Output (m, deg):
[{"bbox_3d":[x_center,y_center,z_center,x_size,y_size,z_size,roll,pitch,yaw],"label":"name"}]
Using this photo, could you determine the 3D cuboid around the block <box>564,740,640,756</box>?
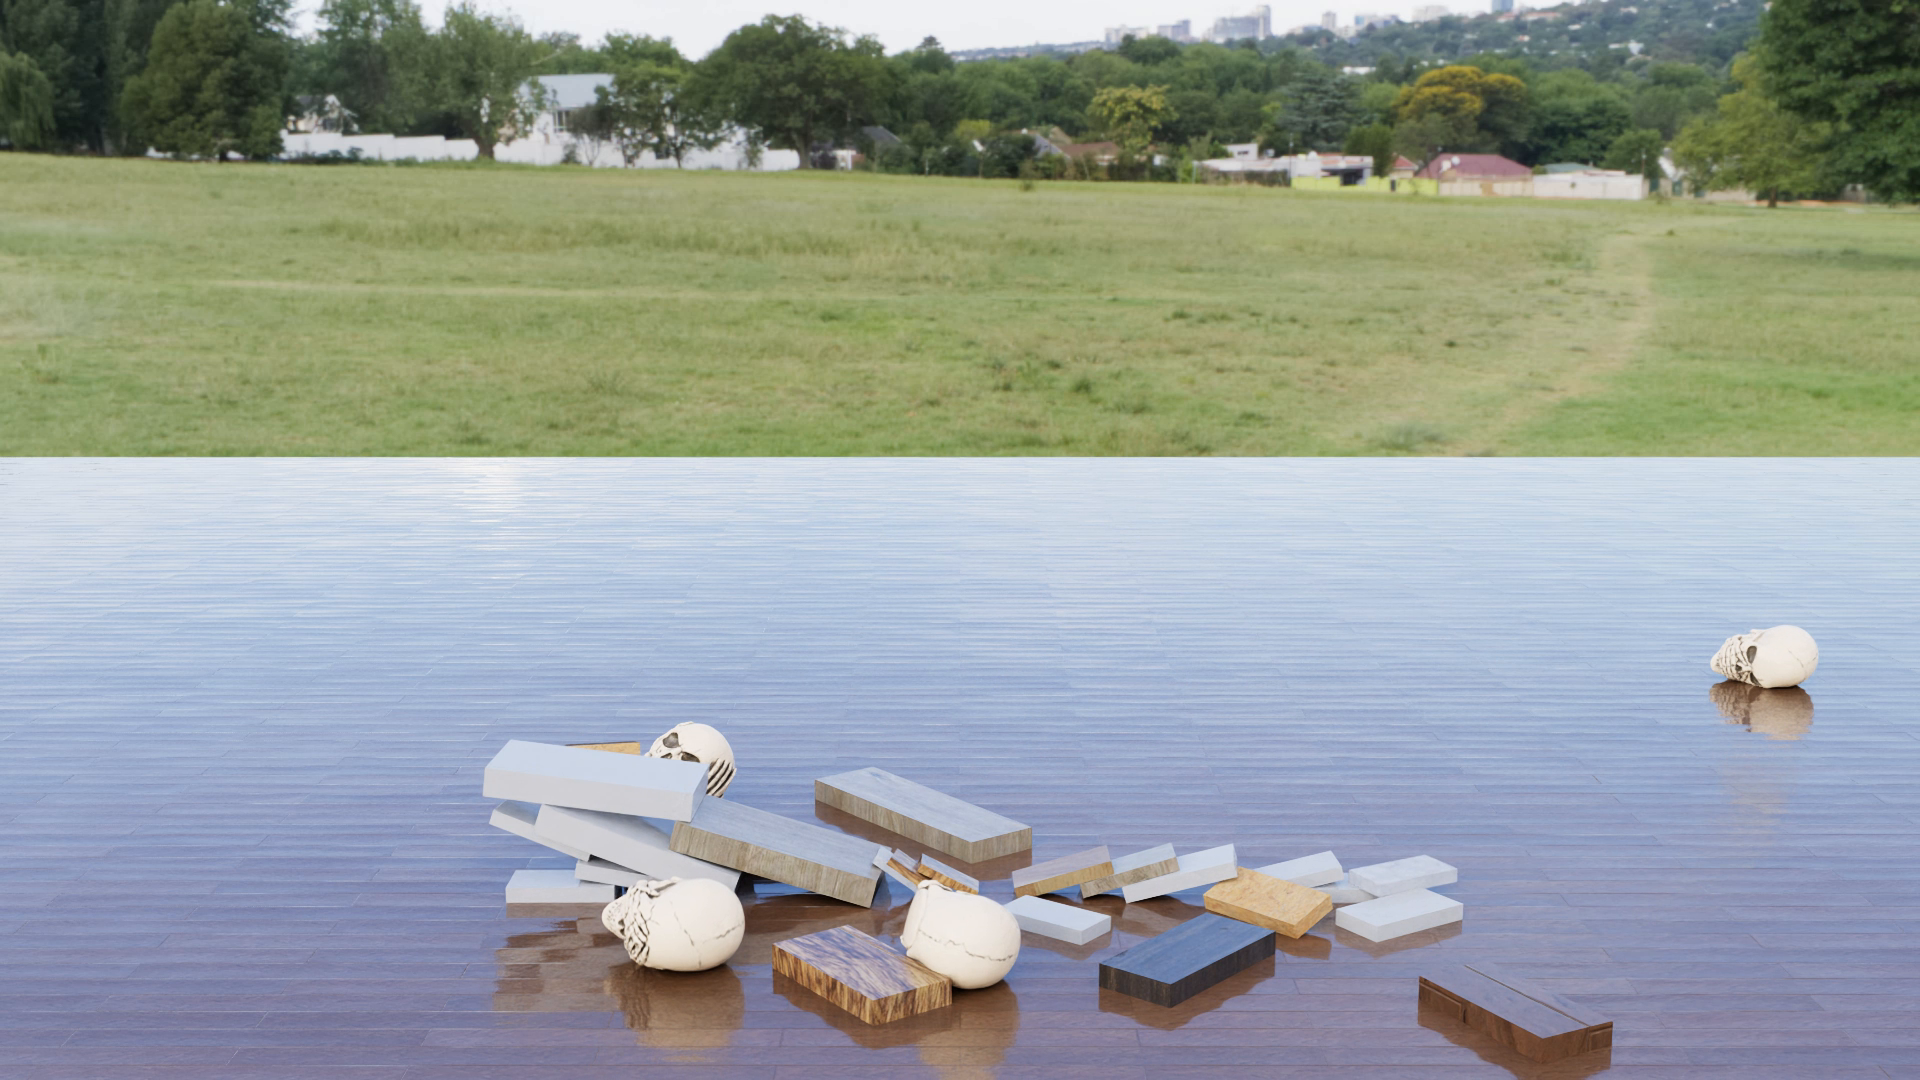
[{"bbox_3d":[-0.701,0.418,4.302,0.137,0.039,0.275,-2,-4,-11],"label":"block"}]

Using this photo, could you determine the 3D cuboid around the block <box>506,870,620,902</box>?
[{"bbox_3d":[-0.660,0.577,3.668,0.178,0.025,0.089,0,11,0],"label":"block"}]

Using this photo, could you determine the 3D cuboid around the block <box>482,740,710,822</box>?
[{"bbox_3d":[-0.608,0.403,3.699,0.346,0.049,0.173,7,11,1],"label":"block"}]

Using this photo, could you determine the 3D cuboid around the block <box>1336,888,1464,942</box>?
[{"bbox_3d":[0.706,0.601,3.534,0.188,0.027,0.094,-7,12,-32],"label":"block"}]

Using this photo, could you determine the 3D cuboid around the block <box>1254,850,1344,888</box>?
[{"bbox_3d":[0.550,0.560,3.665,0.163,0.023,0.081,-14,11,0],"label":"block"}]

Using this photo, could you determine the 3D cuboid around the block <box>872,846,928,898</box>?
[{"bbox_3d":[-0.096,0.553,3.667,0.106,0.015,0.053,35,12,-2],"label":"block"}]

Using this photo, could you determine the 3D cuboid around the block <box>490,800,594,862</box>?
[{"bbox_3d":[-0.690,0.485,3.694,0.178,0.025,0.089,20,11,5],"label":"block"}]

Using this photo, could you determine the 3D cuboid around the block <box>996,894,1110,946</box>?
[{"bbox_3d":[0.149,0.607,3.515,0.166,0.023,0.083,8,13,37],"label":"block"}]

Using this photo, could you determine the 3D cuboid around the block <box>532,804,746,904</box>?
[{"bbox_3d":[-0.526,0.502,3.694,0.346,0.049,0.173,20,11,1],"label":"block"}]

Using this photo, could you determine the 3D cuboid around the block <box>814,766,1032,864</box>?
[{"bbox_3d":[-0.074,0.501,4.042,0.137,0.039,0.480,-8,13,-37],"label":"block"}]

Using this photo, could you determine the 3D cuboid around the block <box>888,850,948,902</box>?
[{"bbox_3d":[-0.069,0.556,3.651,0.106,0.015,0.053,35,12,4],"label":"block"}]

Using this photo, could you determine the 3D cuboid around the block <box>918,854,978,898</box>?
[{"bbox_3d":[-0.020,0.560,3.662,0.106,0.015,0.053,27,10,-4],"label":"block"}]

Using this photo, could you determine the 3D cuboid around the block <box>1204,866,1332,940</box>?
[{"bbox_3d":[0.496,0.584,3.552,0.094,0.027,0.188,-31,28,-36],"label":"block"}]

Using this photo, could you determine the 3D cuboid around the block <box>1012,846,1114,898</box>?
[{"bbox_3d":[0.171,0.555,3.669,0.166,0.023,0.083,-16,10,2],"label":"block"}]

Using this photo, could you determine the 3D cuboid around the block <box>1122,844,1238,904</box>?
[{"bbox_3d":[0.366,0.553,3.652,0.188,0.027,0.094,-15,8,9],"label":"block"}]

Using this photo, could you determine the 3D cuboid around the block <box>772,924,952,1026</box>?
[{"bbox_3d":[-0.149,0.644,3.270,0.137,0.039,0.275,-8,13,-35],"label":"block"}]

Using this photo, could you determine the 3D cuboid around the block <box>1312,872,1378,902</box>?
[{"bbox_3d":[0.655,0.579,3.664,0.163,0.023,0.081,0,11,-1],"label":"block"}]

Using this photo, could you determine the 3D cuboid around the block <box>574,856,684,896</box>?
[{"bbox_3d":[-0.548,0.554,3.678,0.178,0.025,0.089,10,10,-3],"label":"block"}]

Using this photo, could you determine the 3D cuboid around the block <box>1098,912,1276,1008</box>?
[{"bbox_3d":[0.347,0.634,3.333,0.129,0.036,0.283,9,14,39],"label":"block"}]

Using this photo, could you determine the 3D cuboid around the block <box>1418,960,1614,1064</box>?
[{"bbox_3d":[0.789,0.670,3.137,0.129,0.036,0.257,-6,12,-28],"label":"block"}]

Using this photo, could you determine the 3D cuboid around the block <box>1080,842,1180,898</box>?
[{"bbox_3d":[0.280,0.550,3.665,0.166,0.023,0.083,-17,8,2],"label":"block"}]

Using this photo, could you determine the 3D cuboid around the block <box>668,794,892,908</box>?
[{"bbox_3d":[-0.298,0.517,3.686,0.346,0.049,0.173,16,11,3],"label":"block"}]

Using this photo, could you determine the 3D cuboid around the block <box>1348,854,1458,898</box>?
[{"bbox_3d":[0.736,0.558,3.653,0.163,0.023,0.081,-6,12,-28],"label":"block"}]
